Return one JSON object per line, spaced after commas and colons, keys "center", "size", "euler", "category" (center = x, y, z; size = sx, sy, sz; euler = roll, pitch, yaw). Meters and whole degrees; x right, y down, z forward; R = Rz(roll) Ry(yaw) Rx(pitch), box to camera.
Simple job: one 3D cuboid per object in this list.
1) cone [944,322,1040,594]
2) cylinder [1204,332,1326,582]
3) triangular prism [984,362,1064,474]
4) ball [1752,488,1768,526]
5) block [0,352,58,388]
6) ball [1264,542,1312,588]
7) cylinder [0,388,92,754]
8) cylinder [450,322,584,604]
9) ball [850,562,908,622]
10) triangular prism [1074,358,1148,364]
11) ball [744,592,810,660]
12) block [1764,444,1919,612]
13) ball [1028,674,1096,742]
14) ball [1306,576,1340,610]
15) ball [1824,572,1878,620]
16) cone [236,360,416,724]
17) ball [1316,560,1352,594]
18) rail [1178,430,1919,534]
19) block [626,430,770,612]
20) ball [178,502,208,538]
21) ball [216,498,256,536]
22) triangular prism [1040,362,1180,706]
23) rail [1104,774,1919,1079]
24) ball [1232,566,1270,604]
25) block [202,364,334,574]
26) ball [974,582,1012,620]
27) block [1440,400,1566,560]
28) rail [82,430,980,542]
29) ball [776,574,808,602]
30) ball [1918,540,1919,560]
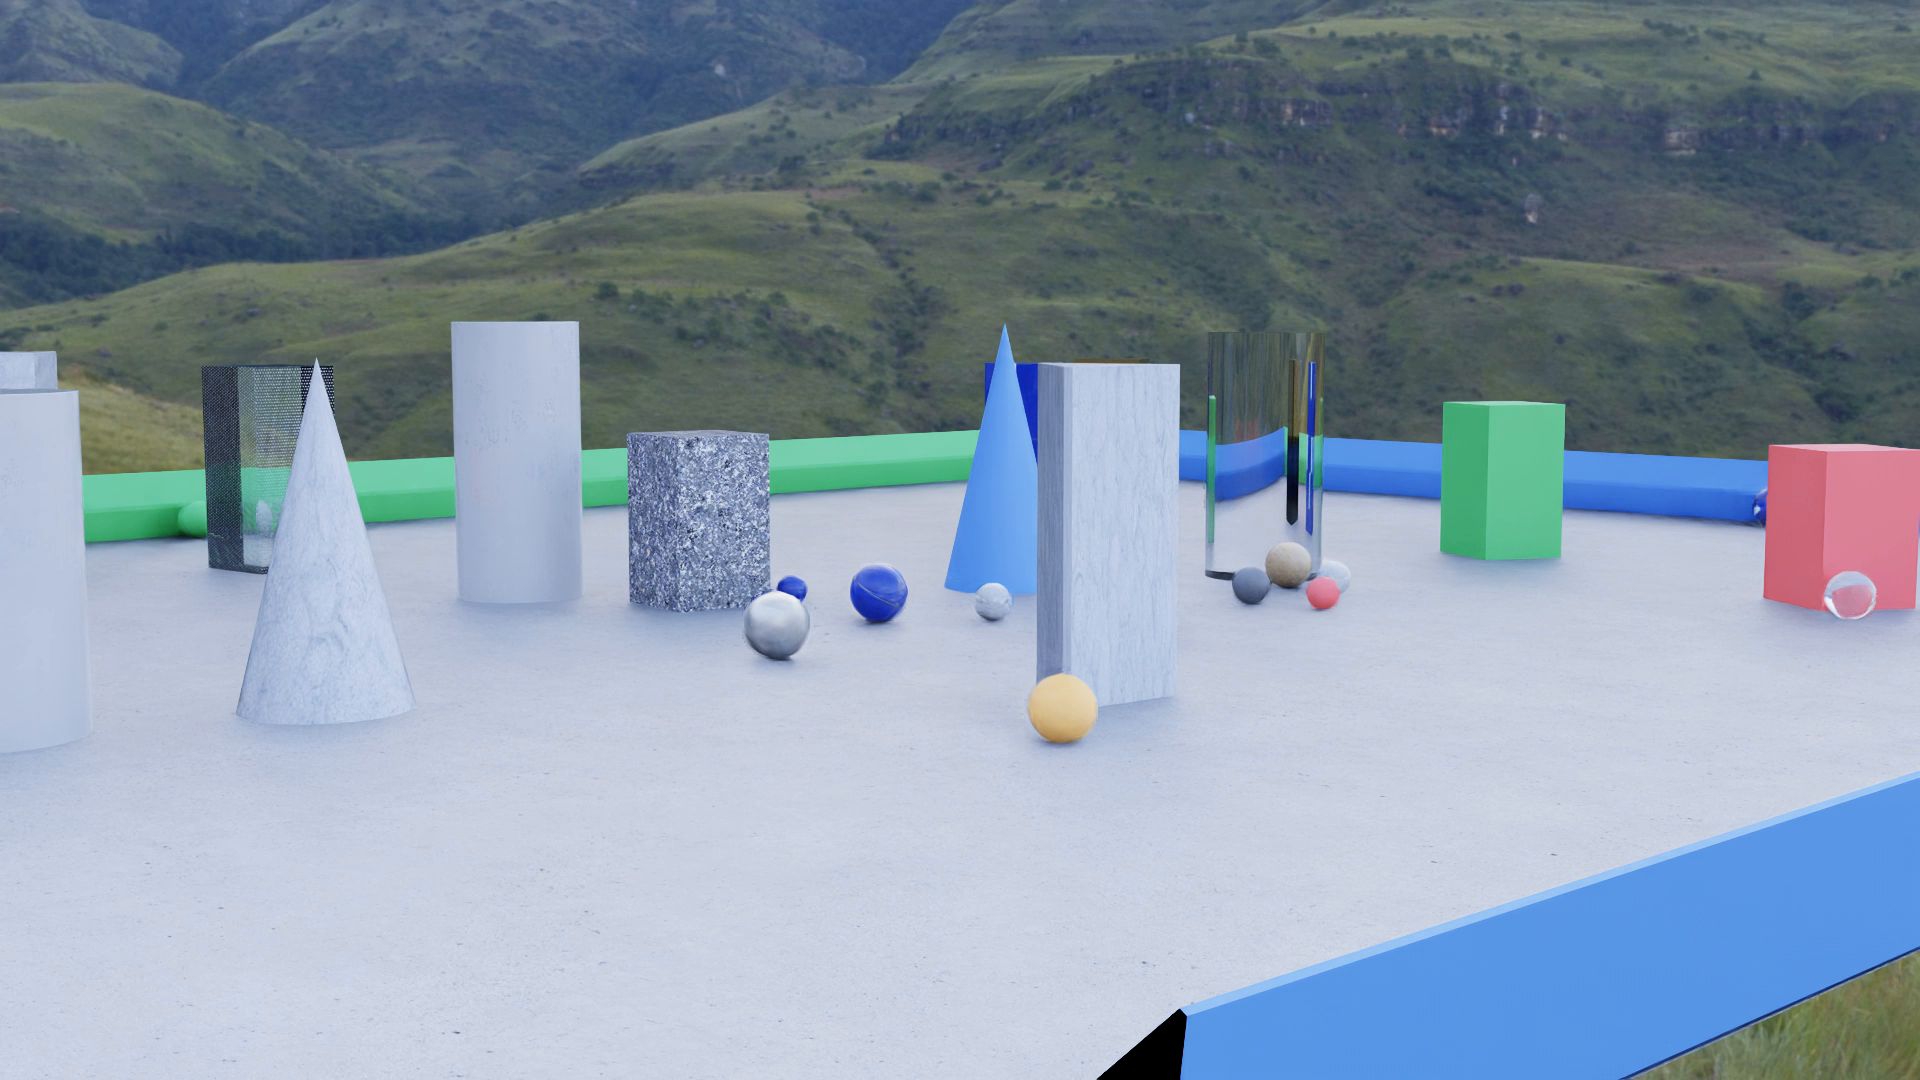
{"center": [0.071, -0.136, 3.526], "size": [0.194, 0.424, 0.194], "euler": [0, 6, 0], "category": "cone"}
{"center": [0.508, -0.142, 3.670], "size": [0.194, 0.406, 0.194], "euler": [0, 6, 0], "category": "cylinder"}
{"center": [0.161, -0.183, 4.379], "size": [0.168, 0.339, 0.146], "euler": [5, 8, 40], "category": "triangular prism"}
{"center": [1.669, -0.068, 4.512], "size": [0.082, 0.082, 0.082], "euler": [0, 6, 0], "category": "ball"}
{"center": [-1.556, -0.115, 3.561], "size": [0.156, 0.376, 0.156], "euler": [-1, 6, -10], "category": "block"}
{"center": [0.526, 0.040, 3.524], "size": [0.075, 0.075, 0.075], "euler": [0, 6, 0], "category": "ball"}
{"center": [-1.011, 0.027, 2.280], "size": [0.194, 0.360, 0.194], "euler": [0, 6, 0], "category": "cylinder"}
{"center": [-0.687, -0.126, 3.418], "size": [0.194, 0.426, 0.194], "euler": [0, 6, 0], "category": "cylinder"}
{"center": [-0.117, 0.075, 3.148], "size": [0.084, 0.084, 0.084], "euler": [0, 6, 0], "category": "ball"}
{"center": [0.355, -0.217, 4.696], "size": [0.168, 0.340, 0.146], "euler": [5, 8, 42], "category": "triangular prism"}
{"center": [-0.234, 0.109, 2.808], "size": [0.086, 0.086, 0.086], "euler": [0, 6, 0], "category": "ball"}
{"center": [1.335, -0.022, 3.332], "size": [0.156, 0.237, 0.156], "euler": [-1, 6, -11], "category": "block"}
{"center": [0.105, 0.173, 2.268], "size": [0.071, 0.071, 0.071], "euler": [0, 6, 0], "category": "ball"}
{"center": [0.541, 0.079, 3.274], "size": [0.050, 0.050, 0.050], "euler": [0, 6, 0], "category": "ball"}
{"center": [1.281, 0.080, 3.163], "size": [0.070, 0.070, 0.070], "euler": [0, 6, 0], "category": "ball"}
{"center": [-0.709, -0.007, 2.444], "size": [0.194, 0.392, 0.194], "euler": [0, 6, 0], "category": "cone"}
{"center": [0.584, 0.060, 3.432], "size": [0.054, 0.054, 0.054], "euler": [0, 6, 0], "category": "ball"}
{"center": [1.536, -0.115, 4.741], "size": [0.045, 0.126, 3.577], "euler": [-5, 8, -42], "category": "rail"}
{"center": [-0.396, -0.032, 3.333], "size": [0.156, 0.258, 0.156], "euler": [-4, 7, -37], "category": "block"}
{"center": [-1.488, -0.040, 4.290], "size": [0.073, 0.073, 0.073], "euler": [0, 6, 0], "category": "ball"}
{"center": [-1.430, -0.046, 4.336], "size": [0.076, 0.076, 0.076], "euler": [0, 6, 0], "category": "ball"}
{"center": [0.140, -0.012, 2.539], "size": [0.168, 0.382, 0.146], "euler": [-5, 8, -38], "category": "triangular prism"}
{"center": [1.197, 0.168, 2.042], "size": [4.227, 0.126, 0.045], "euler": [-5, 8, -42], "category": "rail"}
{"center": [0.442, 0.069, 3.335], "size": [0.057, 0.057, 0.057], "euler": [0, 6, 0], "category": "ball"}
{"center": [-1.190, -0.126, 3.795], "size": [0.156, 0.348, 0.156], "euler": [5, 8, 39], "category": "block"}
{"center": [0.047, 0.088, 3.156], "size": [0.055, 0.055, 0.055], "euler": [0, 6, 0], "category": "ball"}
{"center": [0.985, -0.111, 4.001], "size": [0.156, 0.275, 0.156], "euler": [-2, 6, -18], "category": "block"}
{"center": [-1.197, -0.102, 4.622], "size": [4.227, 0.126, 0.045], "euler": [-5, 8, -42], "category": "rail"}
{"center": [-0.254, 0.075, 3.323], "size": [0.047, 0.047, 0.047], "euler": [0, 6, 0], "category": "ball"}
{"center": [1.582, 0.016, 3.720], "size": [0.081, 0.081, 0.081], "euler": [0, 6, 0], "category": "ball"}
